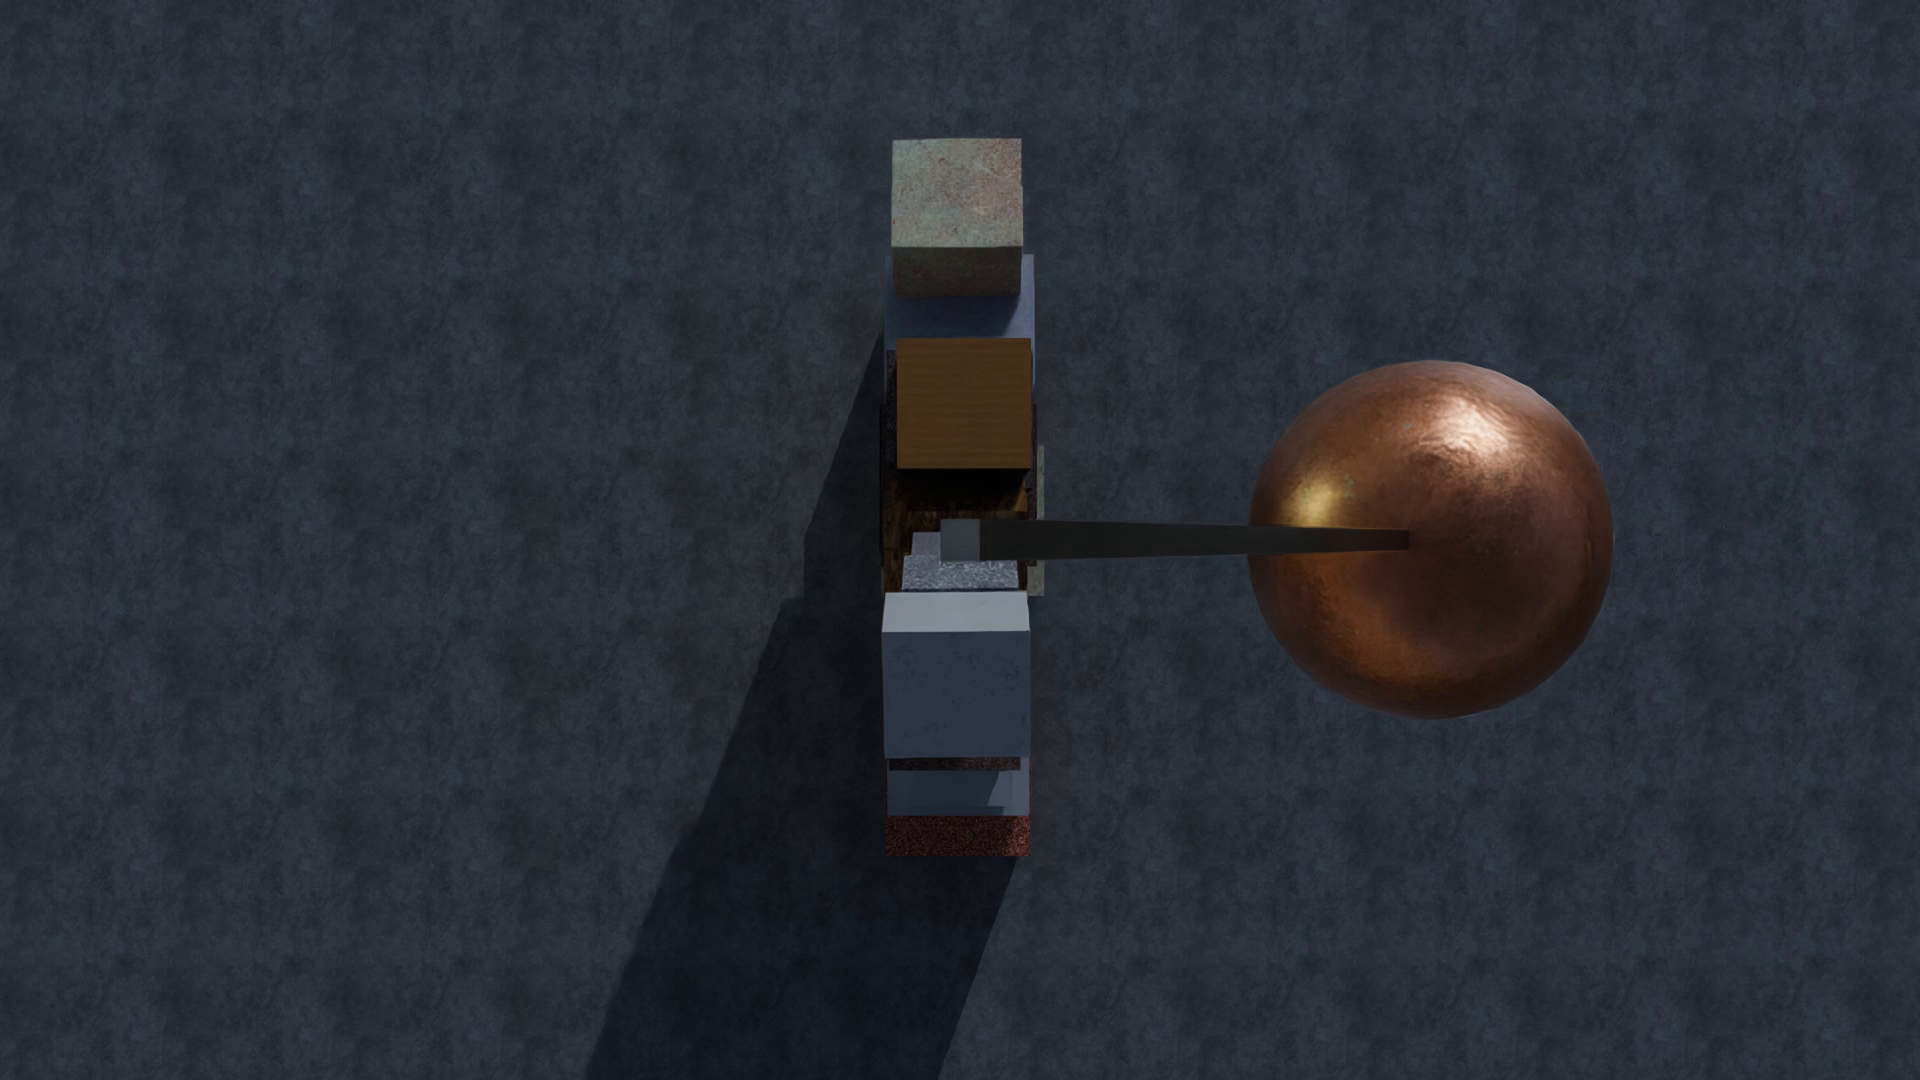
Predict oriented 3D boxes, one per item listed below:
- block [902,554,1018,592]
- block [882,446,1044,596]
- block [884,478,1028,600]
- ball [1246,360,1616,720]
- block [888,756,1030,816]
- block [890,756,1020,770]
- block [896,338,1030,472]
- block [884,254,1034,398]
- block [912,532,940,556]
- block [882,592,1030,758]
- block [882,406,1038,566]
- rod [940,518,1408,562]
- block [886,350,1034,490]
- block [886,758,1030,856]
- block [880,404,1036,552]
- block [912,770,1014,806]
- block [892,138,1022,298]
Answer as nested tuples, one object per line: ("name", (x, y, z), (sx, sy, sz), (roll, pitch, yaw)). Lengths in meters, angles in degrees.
("block", (0.005, 0.356, 9.027), (0.467, 0.442, 0.480), (-1, 107, 0))
("block", (0.015, -0.106, 12.528), (0.893, 0.943, 0.823), (0, 90, 0))
("block", (-0.018, 0.090, 9.840), (0.623, 0.552, 0.609), (0, 107, 0))
("ball", (2.074, 0.000, 9.761), (1.600, 1.600, 1.600), (0, 90, 0))
("block", (-0.009, 1.071, 11.746), (0.730, 0.797, 0.703), (0, 90, 0))
("block", (-0.022, 0.731, 9.838), (0.570, 0.509, 0.542), (0, 90, 0))
("block", (0.017, -0.587, 9.721), (0.573, 0.623, 0.561), (0, 90, 0))
("block", (-0.003, -1.121, 12.029), (0.798, 0.694, 0.707), (0, 81, 0))
("block", (-0.006, 0.227, 9.405), (0.390, 0.355, 0.444), (-1, 107, 0))
("block", (-0.012, 0.521, 8.603), (0.561, 0.467, 0.514), (-1, 107, 0))
("block", (-0.004, -0.261, 11.007), (0.757, 0.640, 0.782), (0, 90, 0))
("rod", (0.899, 0.000, 6.571), (0.080, 5.200, 0.080), (0, 90, 20))
("block", (-0.003, -0.554, 10.359), (0.668, 0.653, 0.630), (0, 90, 0))
("block", (-0.009, 1.376, 12.573), (0.800, 0.855, 0.741), (0, 90, 0))
("block", (-0.010, -0.321, 11.691), (0.807, 0.728, 0.766), (0, 90, 0))
("block", (0.013, 1.003, 11.049), (0.493, 0.597, 0.596), (0, 90, 0))
("block", (-0.014, -1.670, 11.459), (0.660, 0.627, 0.603), (0, 73, 0))
